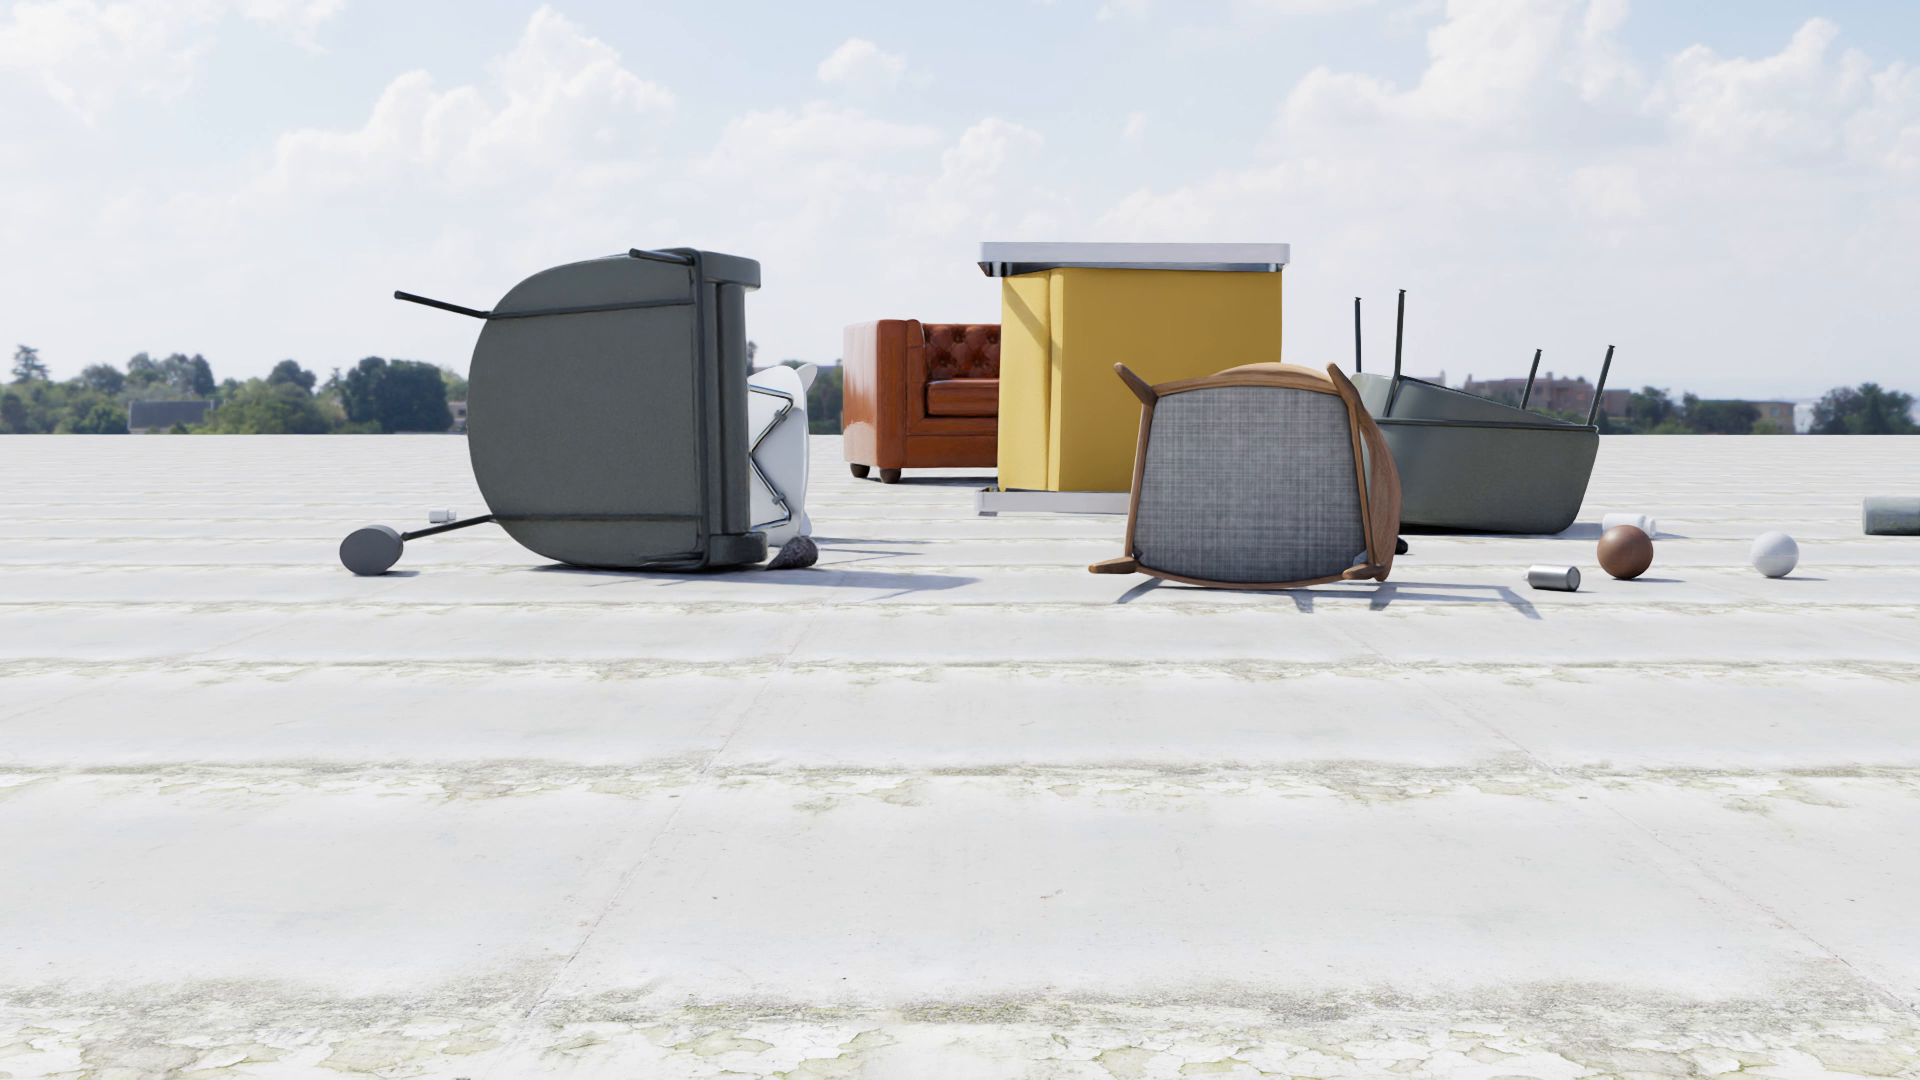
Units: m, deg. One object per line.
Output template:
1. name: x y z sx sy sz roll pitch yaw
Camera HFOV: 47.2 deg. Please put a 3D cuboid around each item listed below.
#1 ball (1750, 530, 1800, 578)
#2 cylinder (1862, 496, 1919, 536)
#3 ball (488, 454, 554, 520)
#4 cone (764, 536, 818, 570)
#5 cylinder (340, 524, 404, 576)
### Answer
1. ball: 1.939 0.034 5.234 0.112 0.112 0.112 0 4 0
2. cylinder: 2.877 -0.075 6.769 0.172 0.113 0.134 1 32 17
3. ball: -1.507 -0.181 7.541 0.224 0.224 0.224 0 4 0
4. cone: -0.442 0.052 5.491 0.127 0.081 0.135 -27 11 -38
5. cylinder: -1.437 0.024 5.373 0.137 0.114 0.152 -5 5 -8
